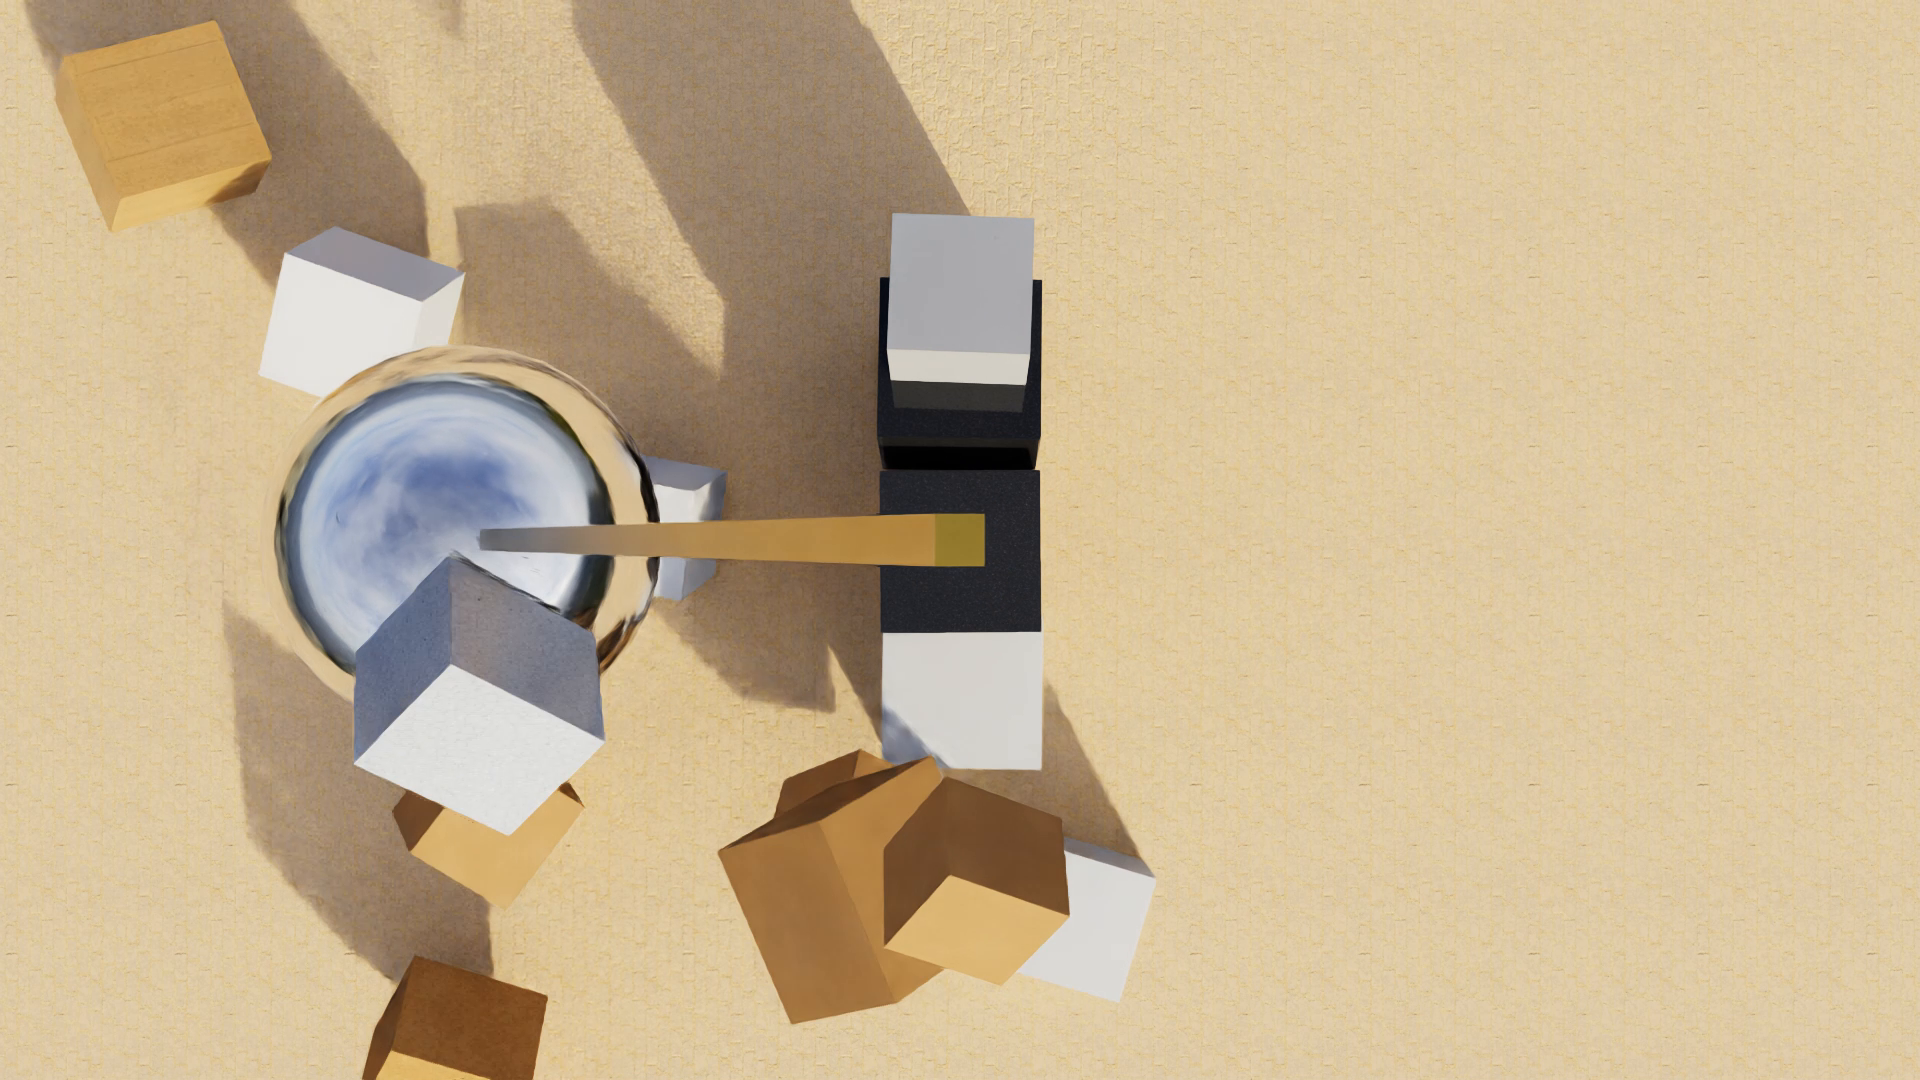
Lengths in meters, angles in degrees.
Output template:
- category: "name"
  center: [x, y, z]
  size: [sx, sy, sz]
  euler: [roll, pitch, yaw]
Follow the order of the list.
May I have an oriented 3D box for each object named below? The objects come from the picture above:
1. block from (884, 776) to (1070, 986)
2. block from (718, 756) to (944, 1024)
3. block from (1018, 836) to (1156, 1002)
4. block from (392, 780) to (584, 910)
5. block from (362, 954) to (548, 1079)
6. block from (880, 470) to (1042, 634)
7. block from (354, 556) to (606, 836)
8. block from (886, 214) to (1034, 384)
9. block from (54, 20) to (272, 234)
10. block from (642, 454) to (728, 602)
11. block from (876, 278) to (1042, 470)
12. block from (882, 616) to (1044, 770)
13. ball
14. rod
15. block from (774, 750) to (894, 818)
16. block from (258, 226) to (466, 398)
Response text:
- category: "block"
  center: [0.058, 1.393, 8.957]
  size: [0.555, 0.507, 0.521]
  euler: [22, 128, -22]
- category: "block"
  center: [-0.449, 1.602, 10.091]
  size: [0.694, 0.824, 0.864]
  euler: [-21, 92, 40]
- category: "block"
  center: [0.663, 2.141, 12.640]
  size: [0.676, 0.702, 0.724]
  euler: [17, 90, -2]
- category: "block"
  center: [-2.690, 1.534, 12.525]
  size: [0.669, 0.627, 0.728]
  euler: [39, 88, -28]
- category: "block"
  center: [-2.879, 2.936, 12.414]
  size: [0.791, 0.657, 0.765]
  euler: [21, 127, -17]
- category: "block"
  center: [0.003, 0.059, 11.658]
  size: [0.826, 0.723, 0.835]
  euler: [0, 90, 0]
- category: "block"
  center: [-1.770, 0.575, 8.085]
  size: [0.675, 0.595, 0.571]
  euler: [33, 115, -34]
- category: "block"
  center: [0.004, -1.182, 10.886]
  size: [0.686, 0.664, 0.673]
  euler: [2, 81, 0]
- category: "block"
  center: [-4.511, -2.331, 12.436]
  size: [0.855, 0.677, 0.824]
  euler: [-23, 91, -27]
- category: "block"
  center: [-1.791, -0.094, 12.566]
  size: [0.697, 0.642, 0.633]
  euler: [11, 104, 8]
- category: "block"
  center: [-0.001, -0.860, 11.628]
  size: [0.830, 0.900, 0.831]
  euler: [1, 81, 0]
- category: "block"
  center: [0.013, 0.837, 12.560]
  size: [0.883, 0.880, 0.844]
  euler: [1, 90, 0]
- category: "ball"
  center: [-2.027, 0.000, 8.996]
  size: [1.600, 1.600, 1.600]
  euler: [0, 90, 0]
- category: "rod"
  center: [-0.878, 0.000, 5.795]
  size: [0.080, 5.200, 0.080]
  euler: [0, 90, -20]
- category: "block"
  center: [-0.533, 1.739, 12.023]
  size: [0.776, 0.800, 0.801]
  euler: [28, 58, -26]
- category: "block"
  center: [-3.401, -1.237, 12.534]
  size: [0.802, 0.713, 0.738]
  euler: [20, 111, 0]
